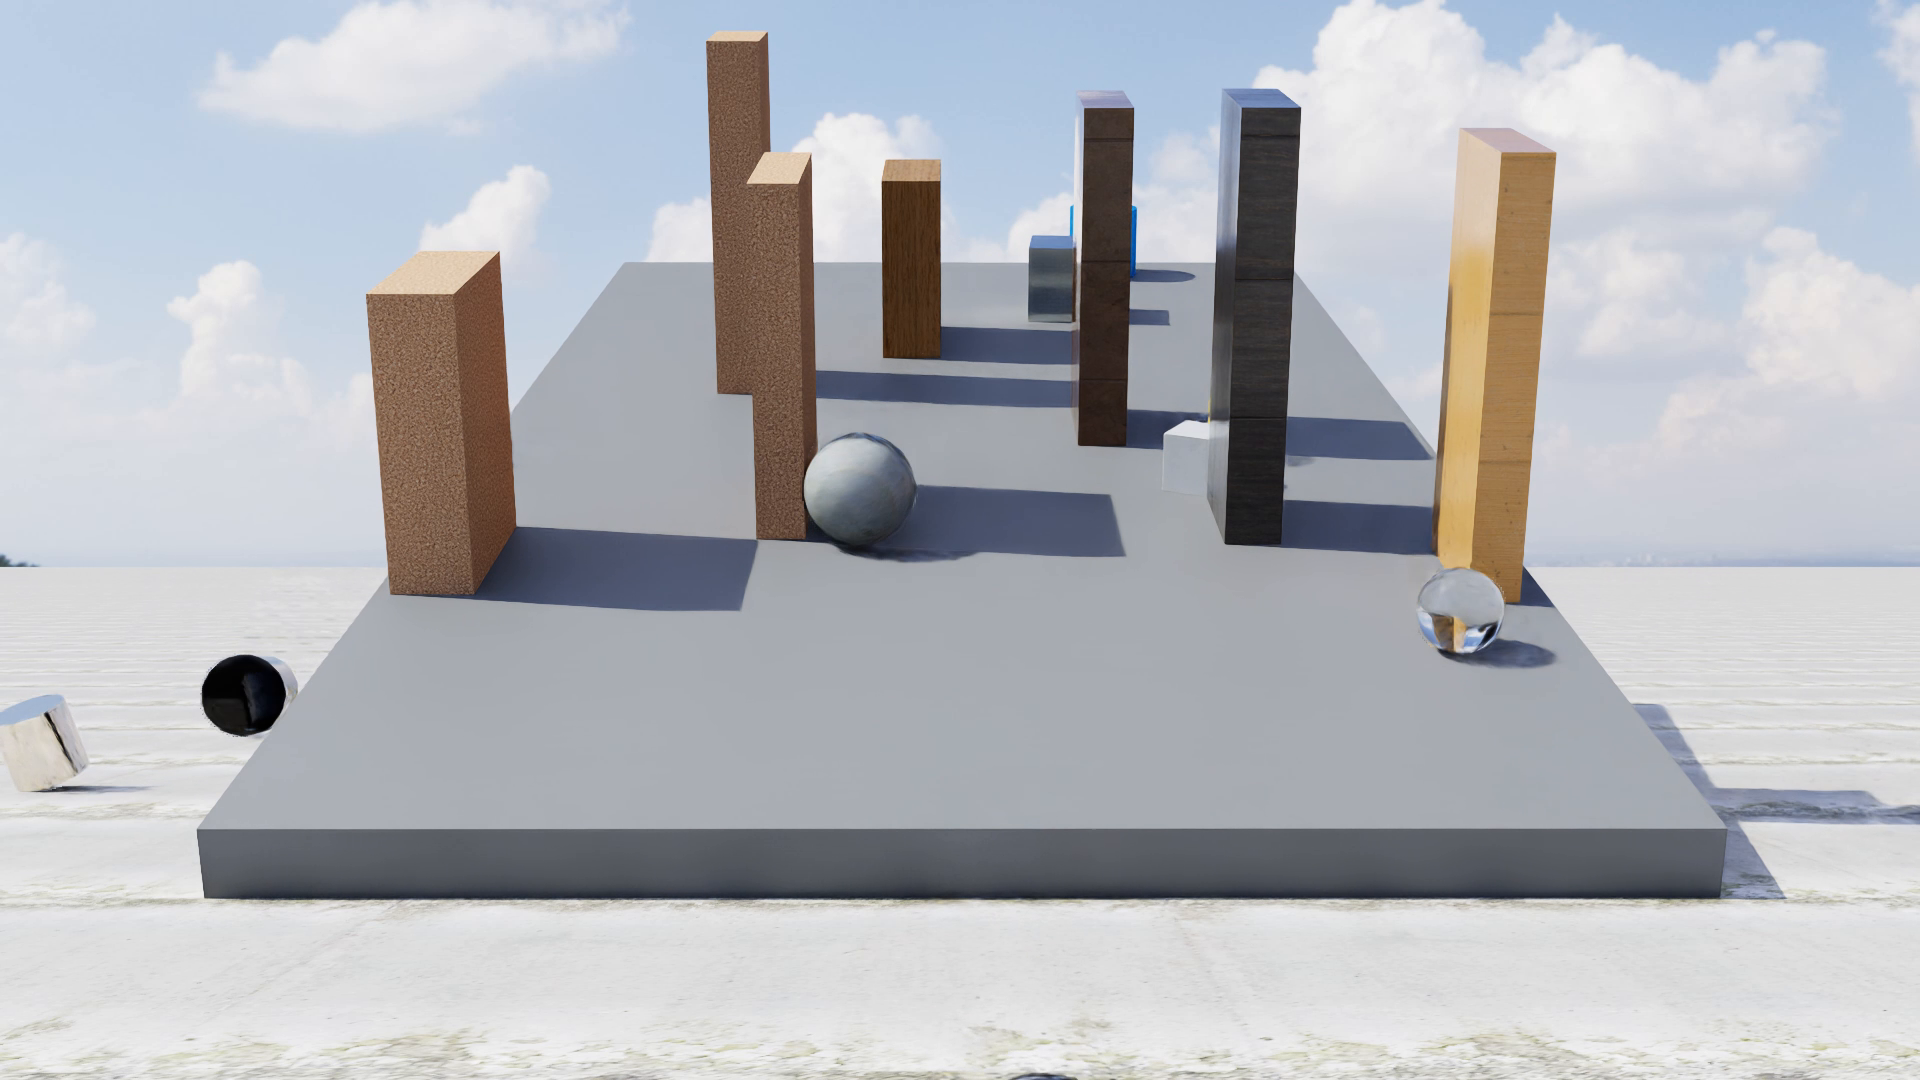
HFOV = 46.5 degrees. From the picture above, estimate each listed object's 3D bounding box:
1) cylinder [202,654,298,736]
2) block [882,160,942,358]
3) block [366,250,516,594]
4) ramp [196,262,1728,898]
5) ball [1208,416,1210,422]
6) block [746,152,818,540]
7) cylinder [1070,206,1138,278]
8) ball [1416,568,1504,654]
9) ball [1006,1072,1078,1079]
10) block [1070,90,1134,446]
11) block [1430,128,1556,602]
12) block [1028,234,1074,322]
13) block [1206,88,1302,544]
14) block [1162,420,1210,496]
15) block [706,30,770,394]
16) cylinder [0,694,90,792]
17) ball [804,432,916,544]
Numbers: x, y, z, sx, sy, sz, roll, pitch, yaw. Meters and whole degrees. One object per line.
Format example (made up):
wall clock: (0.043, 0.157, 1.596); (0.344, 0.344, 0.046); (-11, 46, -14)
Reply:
cylinder: (-1.808, 0.393, 5.690); (0.204, 0.204, 0.204); (0, -2, -8)
block: (-0.120, -0.713, 5.619); (0.142, 0.436, 0.372); (0, 18, 0)
block: (-0.900, -0.214, 3.911); (0.143, 0.519, 0.392); (0, 18, 0)
ramp: (-0.003, -0.182, 4.835); (2.000, 0.100, 4.000); (0, 18, 0)
ball: (0.584, -0.239, 4.622); (0.140, 0.140, 0.140); (0, -1, 0)
block: (-0.329, -0.372, 4.190); (0.090, 0.653, 0.395); (0, 18, 0)
cylinder: (0.417, -0.874, 6.522); (0.195, 0.195, 0.195); (0, 18, 0)
ball: (0.790, 0.111, 3.526); (0.137, 0.137, 0.137); (0, -1, 0)
ball: (0.051, 0.394, 1.372); (0.129, 0.129, 0.129); (0, -1, 0)
block: (0.301, -0.585, 4.770); (0.102, 0.707, 0.316); (0, 18, 0)
block: (0.902, -0.301, 3.802); (0.088, 0.756, 0.308); (0, 18, 0)
block: (0.286, -0.700, 5.971); (0.197, 0.197, 0.197); (1, 18, 4)
block: (0.534, -0.412, 4.096); (0.103, 0.789, 0.297); (0, 18, 0)
block: (0.478, -0.161, 4.414); (0.116, 0.116, 0.116); (9, 20, 26)
block: (-0.502, -0.757, 5.157); (0.116, 0.799, 0.255); (0, 18, 0)
cylinder: (-1.782, 0.392, 4.324); (0.141, 0.141, 0.141); (-13, 18, 4)
ball: (-0.182, -0.093, 4.054); (0.203, 0.203, 0.203); (0, -1, 0)
